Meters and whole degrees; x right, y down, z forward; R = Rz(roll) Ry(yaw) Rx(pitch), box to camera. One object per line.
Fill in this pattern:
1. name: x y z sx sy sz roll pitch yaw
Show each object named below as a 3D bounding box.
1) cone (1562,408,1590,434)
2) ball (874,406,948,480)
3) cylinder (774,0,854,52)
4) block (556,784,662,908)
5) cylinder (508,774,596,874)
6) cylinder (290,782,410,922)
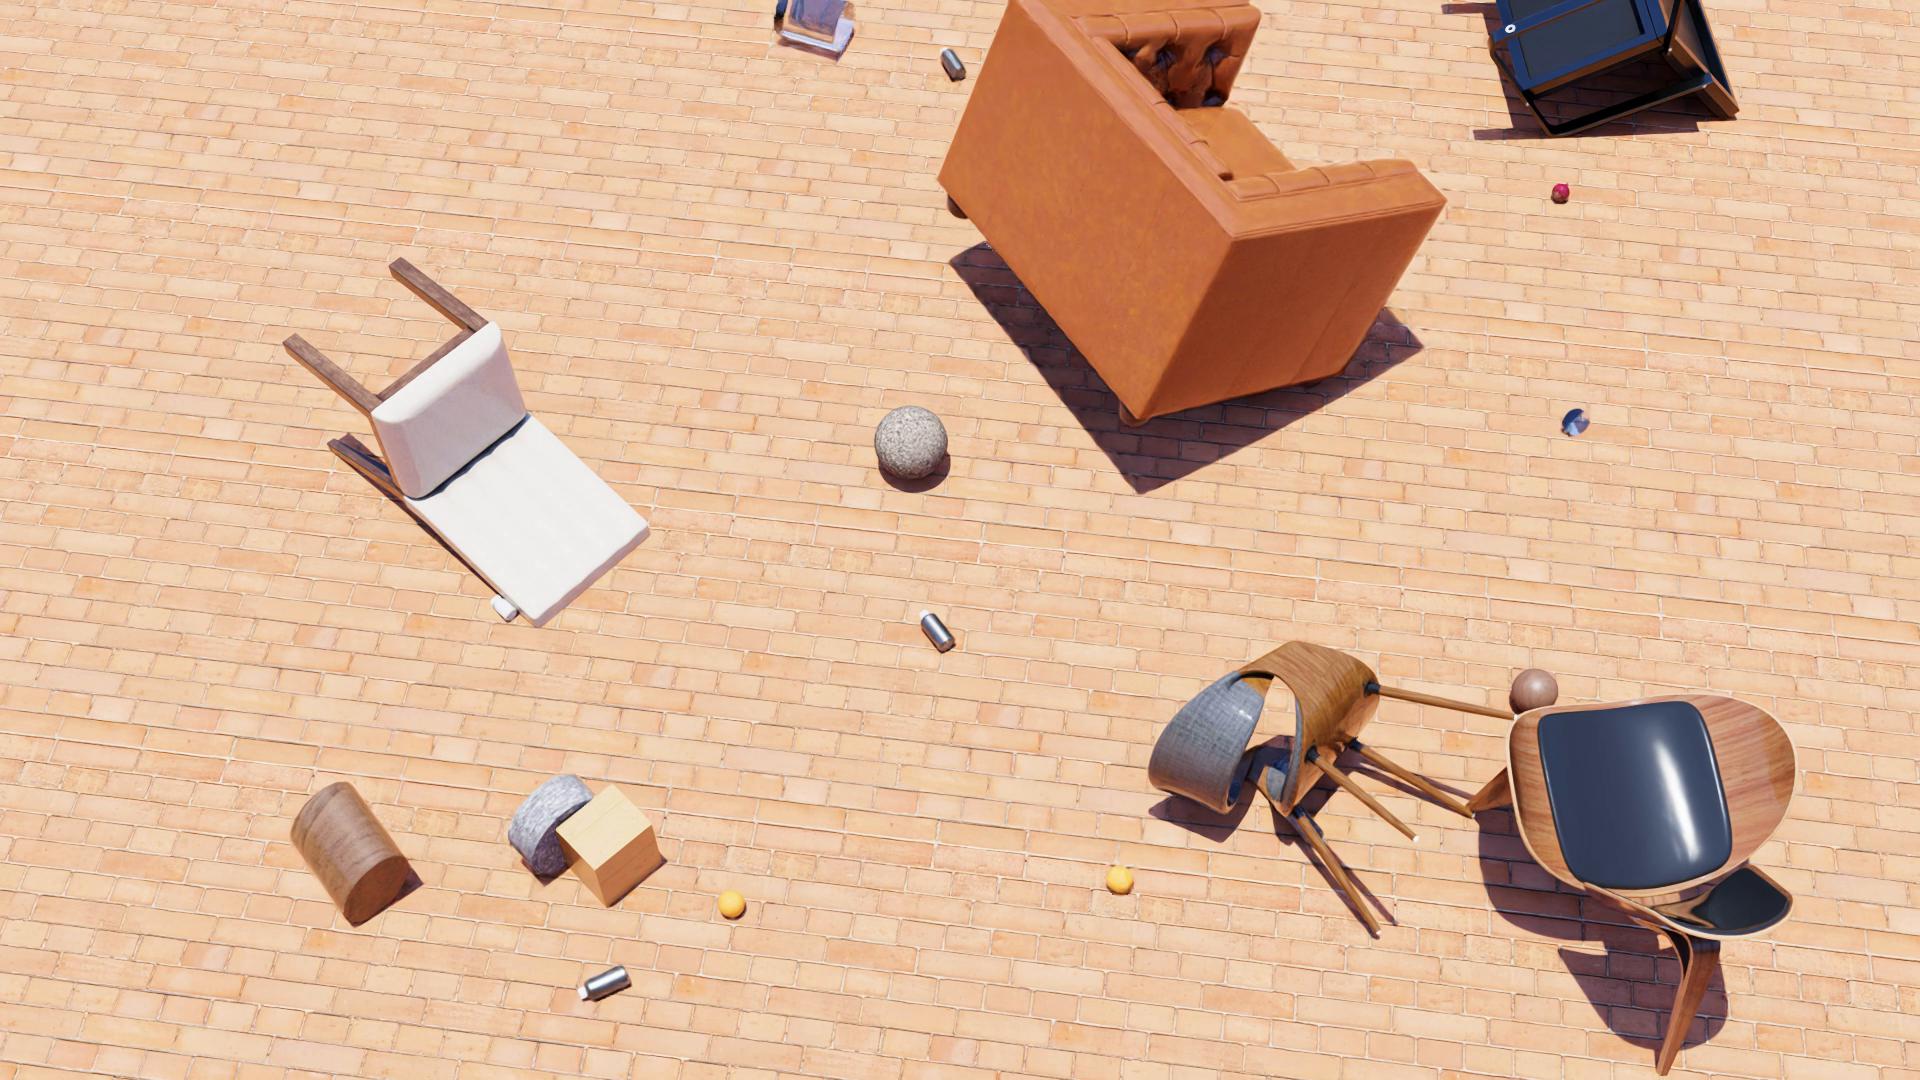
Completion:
1. cone: 1.895 -0.367 6.803 0.096 0.040 0.082 -11 100 -17
2. ball: -0.148 -0.295 6.637 0.223 0.223 0.223 0 56 0
3. cylinder: -0.510 -1.825 7.696 0.230 0.169 0.178 18 84 12
4. block: -0.938 0.819 5.882 0.193 0.236 0.165 -39 64 -23
5. cylinder: -1.082 0.762 5.901 0.106 0.268 0.243 40 51 24
6. cylinder: -1.632 0.833 5.879 0.282 0.252 0.180 46 29 26
